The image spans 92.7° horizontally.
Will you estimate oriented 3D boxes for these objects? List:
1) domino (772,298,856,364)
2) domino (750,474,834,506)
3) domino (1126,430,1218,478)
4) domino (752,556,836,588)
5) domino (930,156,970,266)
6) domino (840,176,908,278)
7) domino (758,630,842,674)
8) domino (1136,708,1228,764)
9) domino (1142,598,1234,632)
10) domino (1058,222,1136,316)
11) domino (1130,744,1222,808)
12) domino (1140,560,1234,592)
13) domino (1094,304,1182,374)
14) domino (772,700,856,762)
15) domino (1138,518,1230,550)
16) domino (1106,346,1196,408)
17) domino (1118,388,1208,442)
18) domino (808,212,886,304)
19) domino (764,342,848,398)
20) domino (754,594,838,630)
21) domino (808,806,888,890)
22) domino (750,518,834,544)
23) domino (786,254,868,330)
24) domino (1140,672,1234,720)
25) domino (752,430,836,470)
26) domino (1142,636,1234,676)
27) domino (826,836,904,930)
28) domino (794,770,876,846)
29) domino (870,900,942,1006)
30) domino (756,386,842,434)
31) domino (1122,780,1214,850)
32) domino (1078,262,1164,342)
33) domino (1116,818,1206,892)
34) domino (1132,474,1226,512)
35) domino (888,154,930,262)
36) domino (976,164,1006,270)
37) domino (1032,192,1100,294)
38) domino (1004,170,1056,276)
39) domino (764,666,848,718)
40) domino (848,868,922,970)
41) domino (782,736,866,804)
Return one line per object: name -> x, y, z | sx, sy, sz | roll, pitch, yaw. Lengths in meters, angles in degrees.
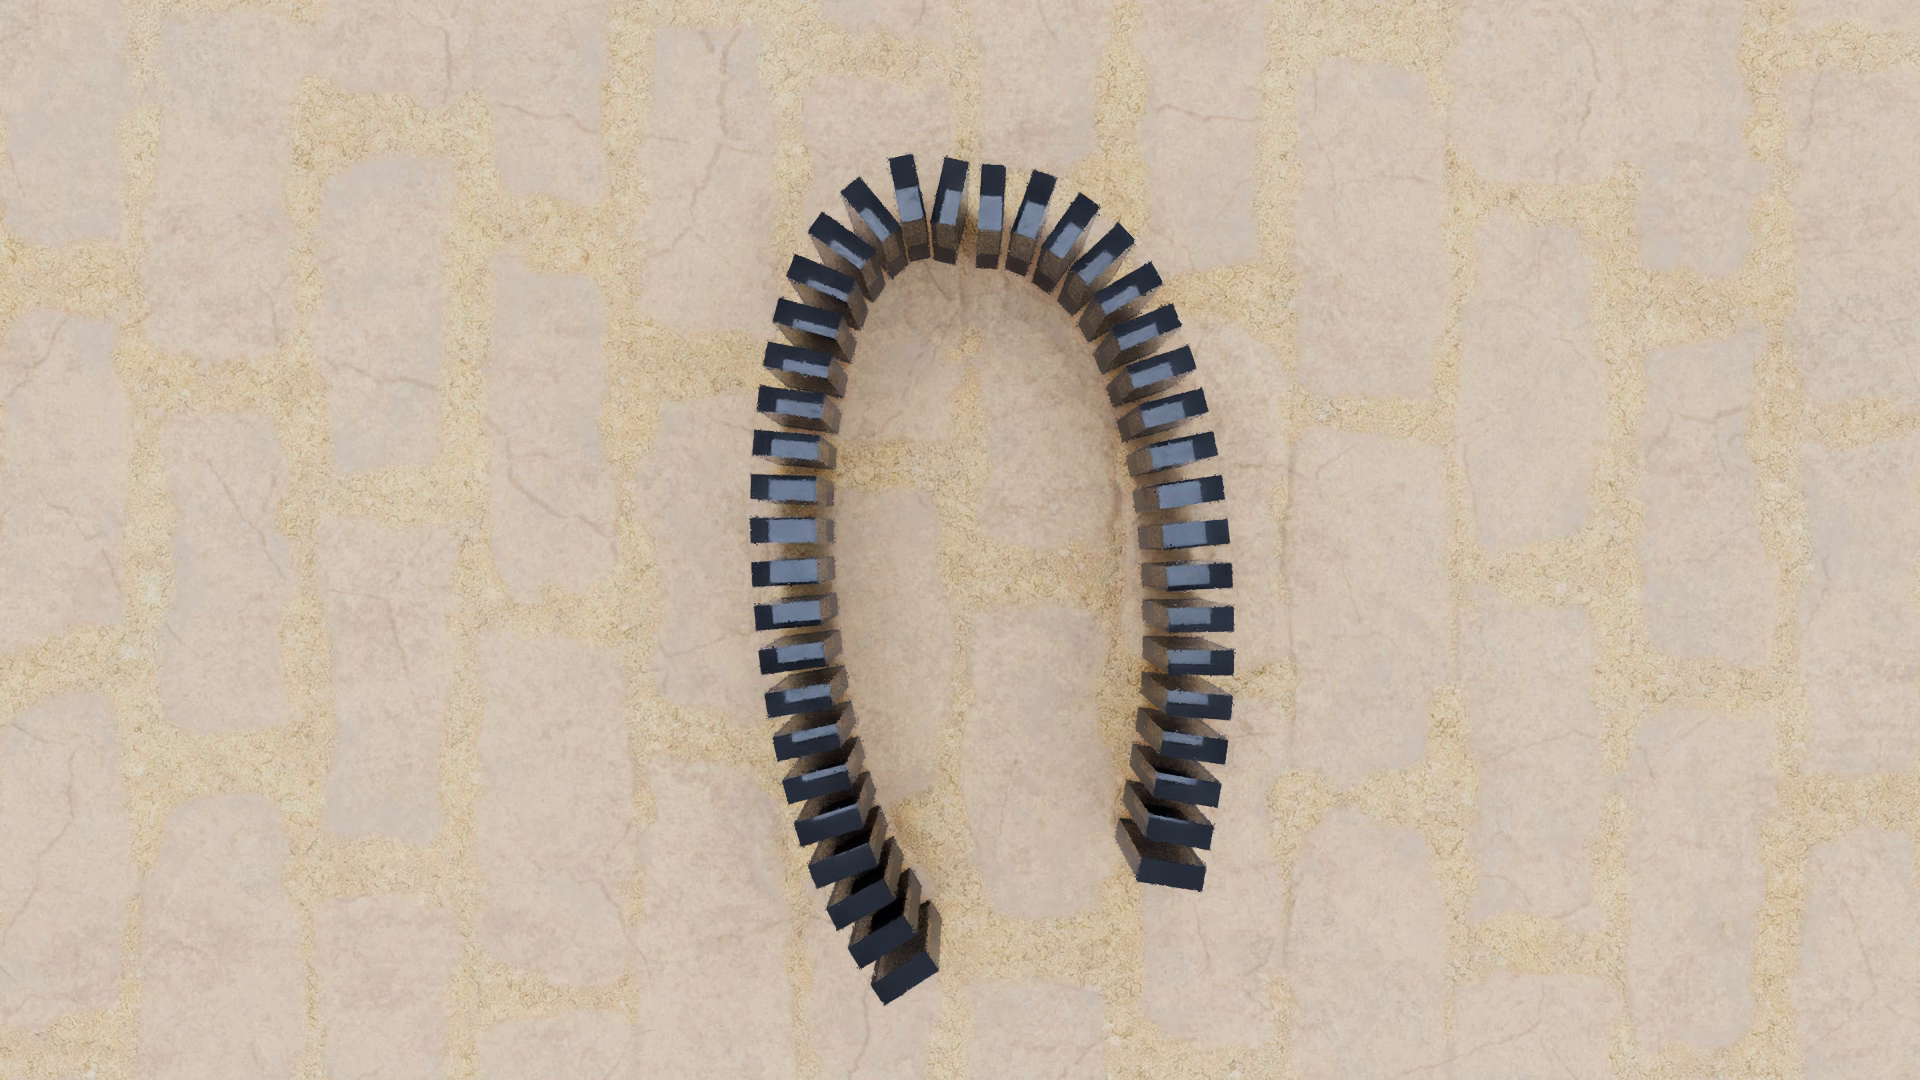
domino -> -0.058, -0.085, 0.375 | 0.025, 0.050, 0.010 | 15, 90, 0
domino -> -0.068, -0.020, 0.375 | 0.025, 0.050, 0.009 | 2, 90, 0
domino -> 0.085, -0.034, 0.375 | 0.025, 0.050, 0.010 | -12, 90, 0
domino -> -0.067, 0.013, 0.375 | 0.025, 0.050, 0.009 | -3, 90, 0
domino -> -0.004, -0.133, 0.375 | 0.009, 0.050, 0.025 | 13, 90, 0
domino -> -0.034, -0.126, 0.375 | 0.009, 0.050, 0.025 | -40, 90, 0
domino -> -0.064, 0.045, 0.375 | 0.025, 0.050, 0.010 | -7, 90, 0
domino -> 0.090, 0.079, 0.375 | 0.025, 0.050, 0.009 | 8, 90, 0
domino -> 0.092, 0.031, 0.375 | 0.025, 0.050, 0.010 | -1, 90, 0
domino -> 0.055, -0.109, 0.375 | 0.025, 0.050, 0.009 | -43, 90, 0
domino -> 0.087, 0.096, 0.375 | 0.025, 0.050, 0.010 | 10, 90, 0
domino -> 0.092, 0.014, 0.375 | 0.025, 0.050, 0.010 | -3, 90, 0
domino -> 0.072, -0.081, 0.375 | 0.025, 0.050, 0.010 | -22, 90, 0
domino -> -0.059, 0.077, 0.375 | 0.025, 0.050, 0.009 | -12, 90, 0
domino -> 0.090, -0.002, 0.375 | 0.025, 0.050, 0.009 | -6, 90, 0
domino -> 0.077, -0.066, 0.375 | 0.025, 0.050, 0.009 | -18, 90, 0
domino -> 0.082, -0.050, 0.375 | 0.025, 0.050, 0.009 | -15, 90, 0
domino -> -0.045, -0.115, 0.375 | 0.025, 0.050, 0.009 | 36, 90, 0
domino -> -0.062, -0.069, 0.375 | 0.025, 0.050, 0.010 | 11, 90, 0
domino -> -0.066, 0.029, 0.375 | 0.025, 0.050, 0.009 | -5, 90, 0
domino -> -0.045, 0.124, 0.375 | 0.025, 0.050, 0.010 | -21, 90, 0
domino -> -0.068, -0.004, 0.375 | 0.025, 0.050, 0.009 | -1, 90, 0
domino -> -0.053, -0.100, 0.375 | 0.025, 0.050, 0.009 | 23, 90, 0
domino -> 0.091, 0.063, 0.375 | 0.025, 0.050, 0.010 | 5, 90, 0
domino -> -0.067, -0.036, 0.375 | 0.025, 0.050, 0.009 | 5, 90, 0
domino -> 0.092, 0.047, 0.375 | 0.025, 0.050, 0.009 | 1, 90, 0
domino -> -0.038, 0.139, 0.375 | 0.025, 0.050, 0.009 | -28, 90, 0
domino -> -0.050, 0.109, 0.375 | 0.025, 0.050, 0.009 | -18, 90, 0
domino -> -0.021, 0.167, 0.375 | 0.025, 0.050, 0.009 | -33, 90, 0
domino -> -0.065, -0.053, 0.375 | 0.025, 0.050, 0.009 | 8, 90, 0
domino -> 0.084, 0.112, 0.375 | 0.025, 0.050, 0.010 | 11, 90, 0
domino -> 0.064, -0.096, 0.375 | 0.025, 0.050, 0.010 | -30, 90, 0
domino -> 0.081, 0.128, 0.375 | 0.025, 0.050, 0.010 | 9, 90, 0
domino -> 0.088, -0.018, 0.375 | 0.025, 0.050, 0.009 | -8, 90, 0
domino -> -0.020, -0.134, 0.375 | 0.010, 0.050, 0.025 | -12, 90, 0
domino -> 0.012, -0.131, 0.375 | 0.009, 0.050, 0.025 | 3, 90, 0
domino -> 0.042, -0.120, 0.375 | 0.010, 0.050, 0.025 | 35, 90, 0
domino -> 0.028, -0.128, 0.375 | 0.010, 0.050, 0.025 | 20, 90, 0
domino -> -0.062, 0.061, 0.375 | 0.025, 0.050, 0.010 | -10, 90, 0
domino -> -0.030, 0.154, 0.375 | 0.025, 0.050, 0.010 | -31, 90, 0
domino -> -0.055, 0.093, 0.375 | 0.025, 0.050, 0.010 | -15, 90, 0
